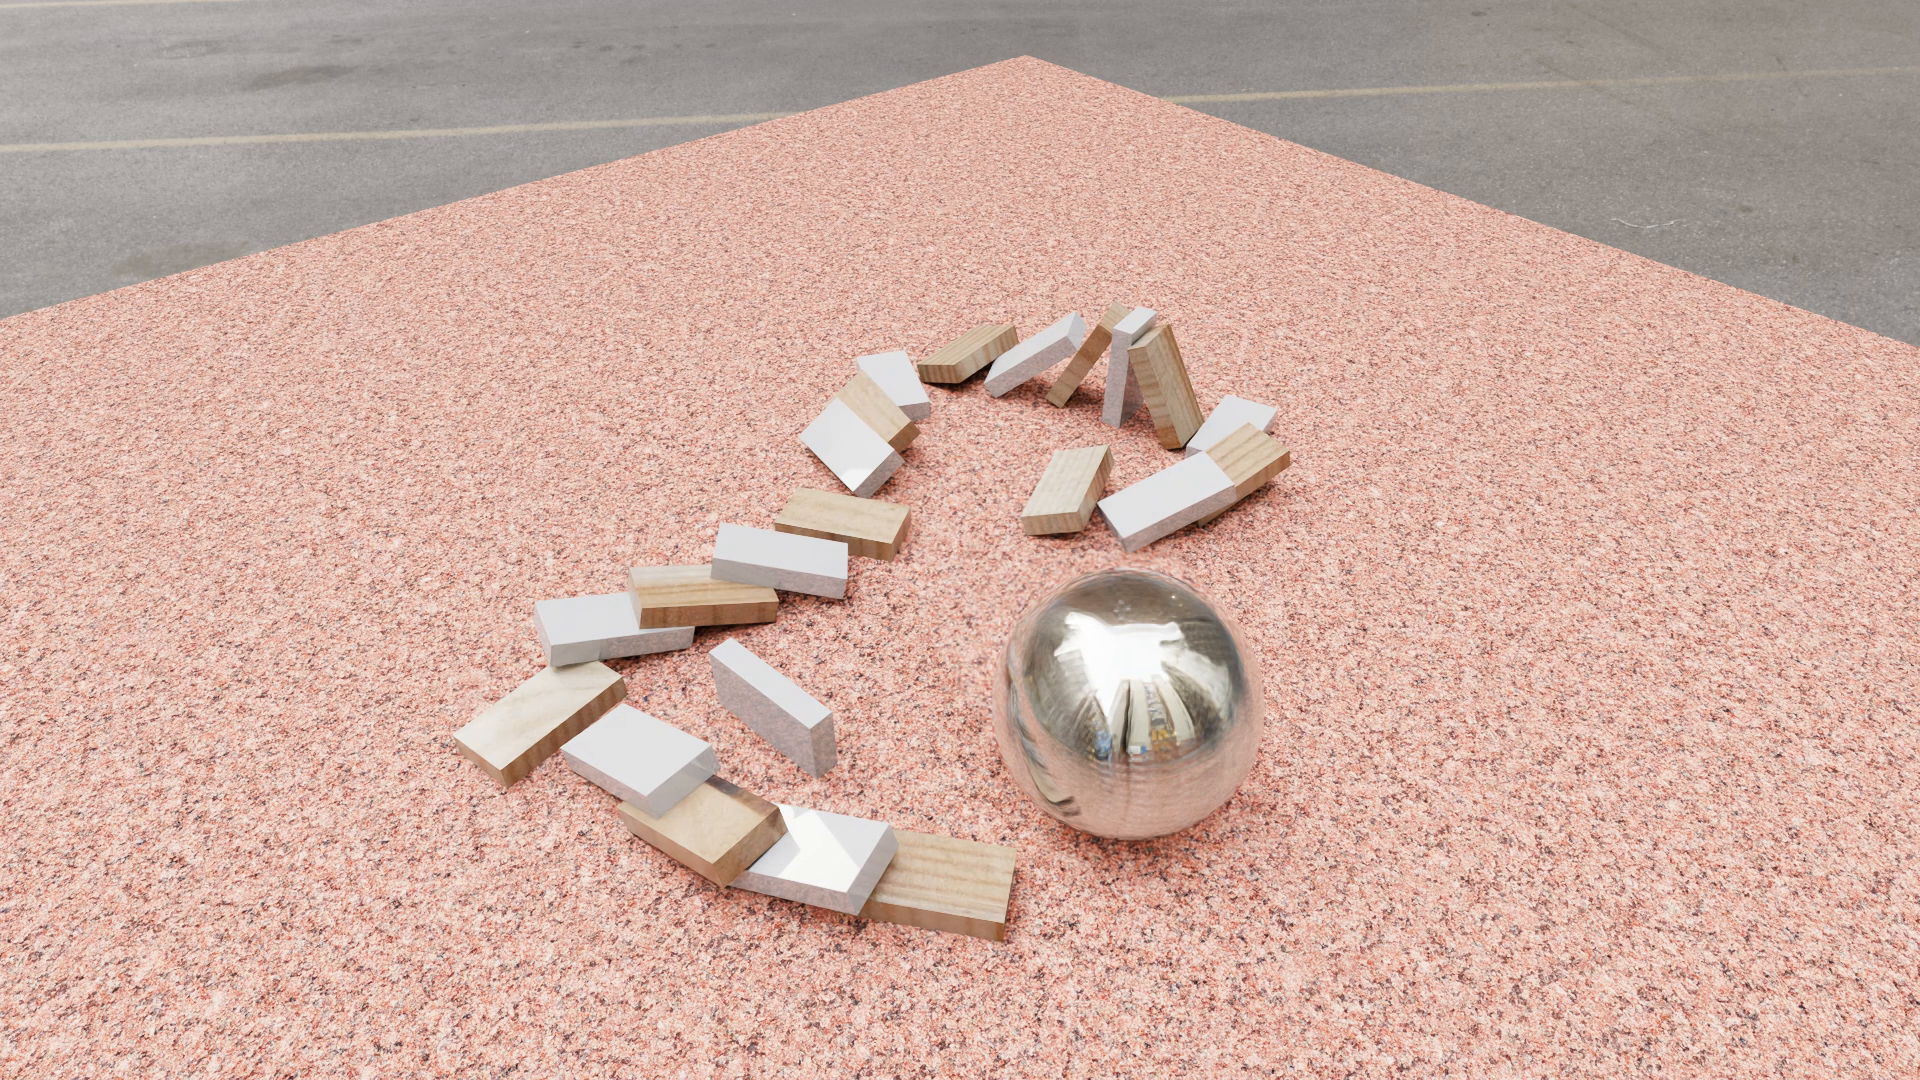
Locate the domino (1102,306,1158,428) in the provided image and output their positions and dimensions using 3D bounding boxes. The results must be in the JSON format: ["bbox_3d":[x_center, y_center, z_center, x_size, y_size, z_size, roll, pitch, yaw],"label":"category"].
[{"bbox_3d":[0.078,-0.079,0.508,0.009,0.050,0.025,24,45,24],"label":"domino"}]

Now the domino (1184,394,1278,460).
[{"bbox_3d":[0.124,-0.048,0.502,0.025,0.009,0.050,21,44,23],"label":"domino"}]

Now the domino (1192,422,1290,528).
[{"bbox_3d":[0.112,-0.028,0.467,0.050,0.010,0.025,-33,48,-12],"label":"domino"}]

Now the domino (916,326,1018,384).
[{"bbox_3d":[0.004,-0.094,0.552,0.025,0.010,0.050,9,36,41],"label":"domino"}]

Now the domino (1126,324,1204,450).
[{"bbox_3d":[0.093,-0.069,0.497,0.010,0.050,0.025,-4,29,43],"label":"domino"}]

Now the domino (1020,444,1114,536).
[{"bbox_3d":[0.046,-0.021,0.463,0.025,0.009,0.050,-5,34,29],"label":"domino"}]

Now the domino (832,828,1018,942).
[{"bbox_3d":[-0.010,0.100,0.322,0.050,0.010,0.025,7,40,8],"label":"domino"}]

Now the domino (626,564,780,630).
[{"bbox_3d":[-0.095,0.020,0.408,0.050,0.010,0.025,-1,35,-28],"label":"domino"}]

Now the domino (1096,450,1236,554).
[{"bbox_3d":[0.085,-0.016,0.451,0.050,0.009,0.025,-26,43,-3],"label":"domino"}]

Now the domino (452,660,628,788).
[{"bbox_3d":[-0.141,0.059,0.372,0.025,0.010,0.050,24,45,27],"label":"domino"}]

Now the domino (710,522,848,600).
[{"bbox_3d":[-0.069,0.008,0.422,0.050,0.009,0.025,10,31,-11],"label":"domino"}]

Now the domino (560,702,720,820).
[{"bbox_3d":[-0.102,0.069,0.348,0.050,0.009,0.025,12,38,41],"label":"domino"}]

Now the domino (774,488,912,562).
[{"bbox_3d":[-0.048,-0.007,0.452,0.050,0.010,0.025,10,40,12],"label":"domino"}]

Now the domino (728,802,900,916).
[{"bbox_3d":[-0.046,0.091,0.320,0.050,0.010,0.025,1,35,30],"label":"domino"}]

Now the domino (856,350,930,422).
[{"bbox_3d":[-0.033,-0.074,0.534,0.025,0.010,0.050,-10,40,-12],"label":"domino"}]

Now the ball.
[{"bbox_3d":[0.049,0.048,0.329,0.080,0.080,0.080,0,39,0],"label":"ball"}]

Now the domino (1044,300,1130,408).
[{"bbox_3d":[0.060,-0.087,0.519,0.009,0.050,0.025,36,45,-1],"label":"domino"}]

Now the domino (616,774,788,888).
[{"bbox_3d":[-0.078,0.084,0.330,0.050,0.009,0.025,12,38,41],"label":"domino"}]

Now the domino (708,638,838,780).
[{"bbox_3d":[-0.062,0.055,0.364,0.050,0.025,0.010,30,48,31],"label":"domino"}]

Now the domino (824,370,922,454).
[{"bbox_3d":[-0.040,-0.055,0.501,0.025,0.010,0.050,-43,47,2],"label":"domino"}]

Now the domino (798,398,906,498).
[{"bbox_3d":[-0.048,-0.040,0.483,0.025,0.009,0.050,-46,50,-1],"label":"domino"}]

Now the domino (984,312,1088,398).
[{"bbox_3d":[0.036,-0.089,0.529,0.050,0.009,0.025,-26,26,34],"label":"domino"}]

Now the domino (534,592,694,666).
[{"bbox_3d":[-0.124,0.031,0.395,0.050,0.009,0.025,-5,37,-33],"label":"domino"}]
